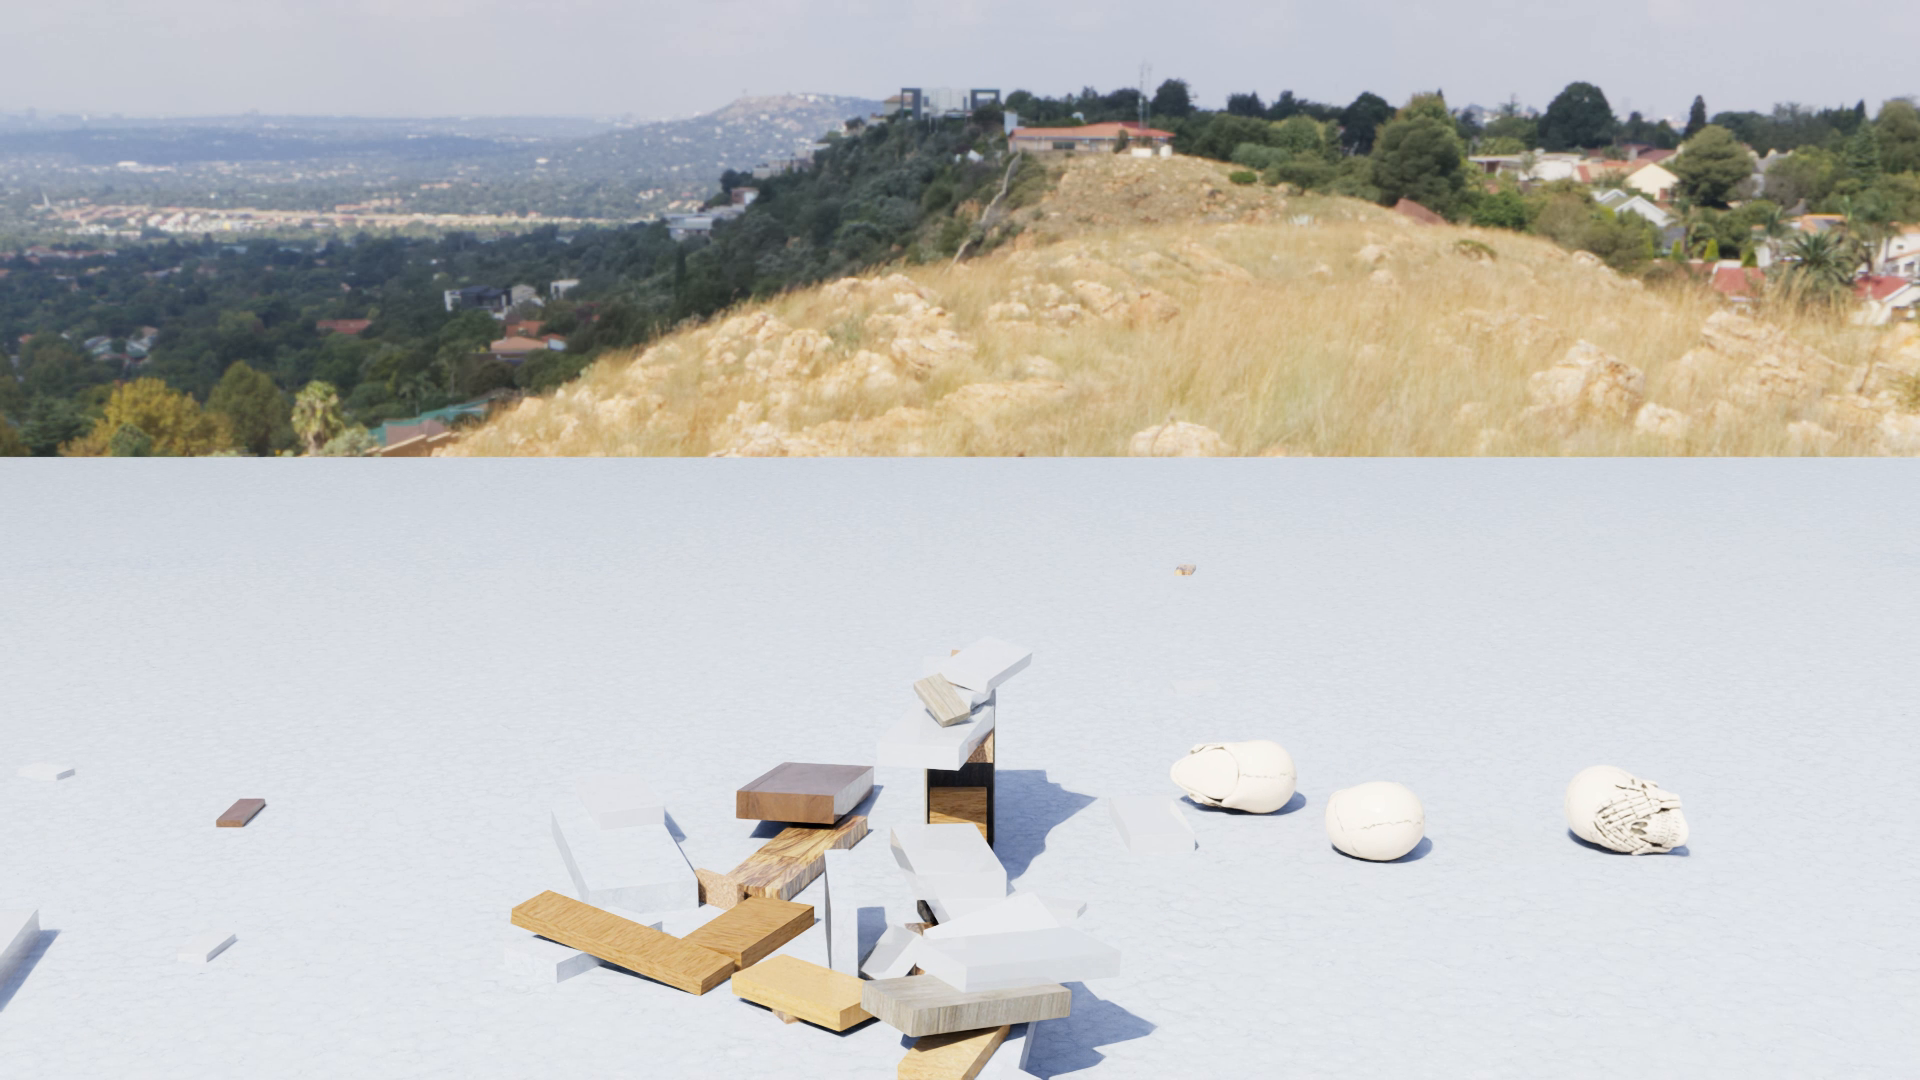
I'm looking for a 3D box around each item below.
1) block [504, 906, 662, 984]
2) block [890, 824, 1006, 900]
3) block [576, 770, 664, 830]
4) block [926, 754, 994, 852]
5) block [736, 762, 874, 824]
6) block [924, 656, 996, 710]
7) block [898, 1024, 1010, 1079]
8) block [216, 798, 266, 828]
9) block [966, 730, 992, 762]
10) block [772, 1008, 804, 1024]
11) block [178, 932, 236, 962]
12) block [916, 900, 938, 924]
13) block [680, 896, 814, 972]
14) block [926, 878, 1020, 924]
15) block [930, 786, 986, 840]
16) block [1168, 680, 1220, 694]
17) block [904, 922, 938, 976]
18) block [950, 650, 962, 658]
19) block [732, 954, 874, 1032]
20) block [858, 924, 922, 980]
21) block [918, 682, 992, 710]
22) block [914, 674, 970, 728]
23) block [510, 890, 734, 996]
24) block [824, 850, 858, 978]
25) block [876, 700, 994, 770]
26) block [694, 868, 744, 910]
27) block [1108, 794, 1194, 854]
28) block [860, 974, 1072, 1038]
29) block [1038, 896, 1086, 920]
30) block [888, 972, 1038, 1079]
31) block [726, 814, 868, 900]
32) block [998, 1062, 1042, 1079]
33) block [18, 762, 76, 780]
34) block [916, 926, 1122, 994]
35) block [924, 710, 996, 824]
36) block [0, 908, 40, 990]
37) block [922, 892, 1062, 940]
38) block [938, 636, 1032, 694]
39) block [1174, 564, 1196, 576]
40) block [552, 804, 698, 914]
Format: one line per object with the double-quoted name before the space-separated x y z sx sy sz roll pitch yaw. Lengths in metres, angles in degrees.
"block" -0.580 0.624 3.400 0.113 0.032 0.227 8 13 36
"block" -0.021 0.489 3.362 0.134 0.038 0.268 0 8 -10
"block" -0.615 0.467 3.965 0.115 0.033 0.230 -4 11 -20
"block" 0.000 0.471 3.703 0.111 0.221 0.031 0 11 0
"block" -0.282 0.465 4.072 0.177 0.050 0.355 2 3 9
"block" -0.002 0.257 3.979 0.126 0.036 0.252 0 10 -1
"block" -0.007 0.651 2.815 0.086 0.024 0.171 7 18 21
"block" -1.335 0.506 4.082 0.048 0.014 0.135 0 11 0
"block" 0.000 0.333 3.752 0.111 0.031 0.221 0 11 0
"block" -0.217 0.675 3.173 0.096 0.014 0.048 -6 12 -28
"block" -1.168 0.631 3.411 0.047 0.013 0.095 2 11 9
"block" -0.012 0.585 3.491 0.093 0.026 0.186 0 -4 -7
"block" -0.333 0.615 3.445 0.113 0.032 0.227 5 12 25
"block" 0.021 0.538 3.283 0.123 0.035 0.398 0 8 -11
"block" -0.003 0.502 3.635 0.093 0.186 0.026 0 11 0
"block" 0.533 0.334 5.008 0.103 0.015 0.052 -3 11 -14
"block" 0.006 0.611 3.248 0.159 0.045 0.319 0 -1 -5
"block" 0.027 0.226 3.895 0.091 0.026 0.182 10 5 0
"block" -0.216 0.652 3.177 0.213 0.030 0.107 9 14 39
"block" -0.099 0.604 3.188 0.024 0.085 0.256 42 -12 -3
"block" -0.007 0.258 3.756 0.091 0.026 0.182 11 5 11
"block" -0.030 0.265 3.637 0.052 0.015 0.103 -19 44 -22
"block" -0.514 0.610 3.342 0.351 0.025 0.090 15 17 24
"block" -0.182 0.580 3.358 0.038 0.134 0.268 -1 11 -6
"block" -0.037 0.321 3.632 0.134 0.038 0.268 2 11 13
"block" -0.395 0.575 3.606 0.103 0.052 0.015 9 14 41
"block" 0.346 0.514 3.990 0.115 0.033 0.230 -1 11 -6
"block" 0.009 0.599 2.868 0.247 0.035 0.123 1 7 -34
"block" 0.154 0.598 3.588 0.095 0.013 0.047 4 11 22
"block" 0.012 0.656 2.915 0.159 0.045 0.319 3 17 8
"block" -0.285 0.548 3.806 0.113 0.032 0.409 3 11 18
"block" 0.121 0.713 2.709 0.169 0.024 0.085 24 26 1
"block" -1.803 0.458 4.343 0.096 0.014 0.048 5 11 23
"block" 0.080 0.562 2.950 0.247 0.035 0.123 1 6 -32
"block" -0.001 0.414 3.928 0.126 0.252 0.036 0 11 0
"block" -1.513 0.637 3.279 0.177 0.050 0.355 -1 11 -8
"block" 0.048 0.554 3.059 0.179 0.025 0.090 -15 42 -28
"block" 0.045 0.214 3.792 0.091 0.026 0.182 19 21 22
"block" 0.650 0.086 6.347 0.047 0.013 0.094 3 11 14
"block" -0.583 0.543 3.783 0.177 0.050 0.461 -3 11 -18
